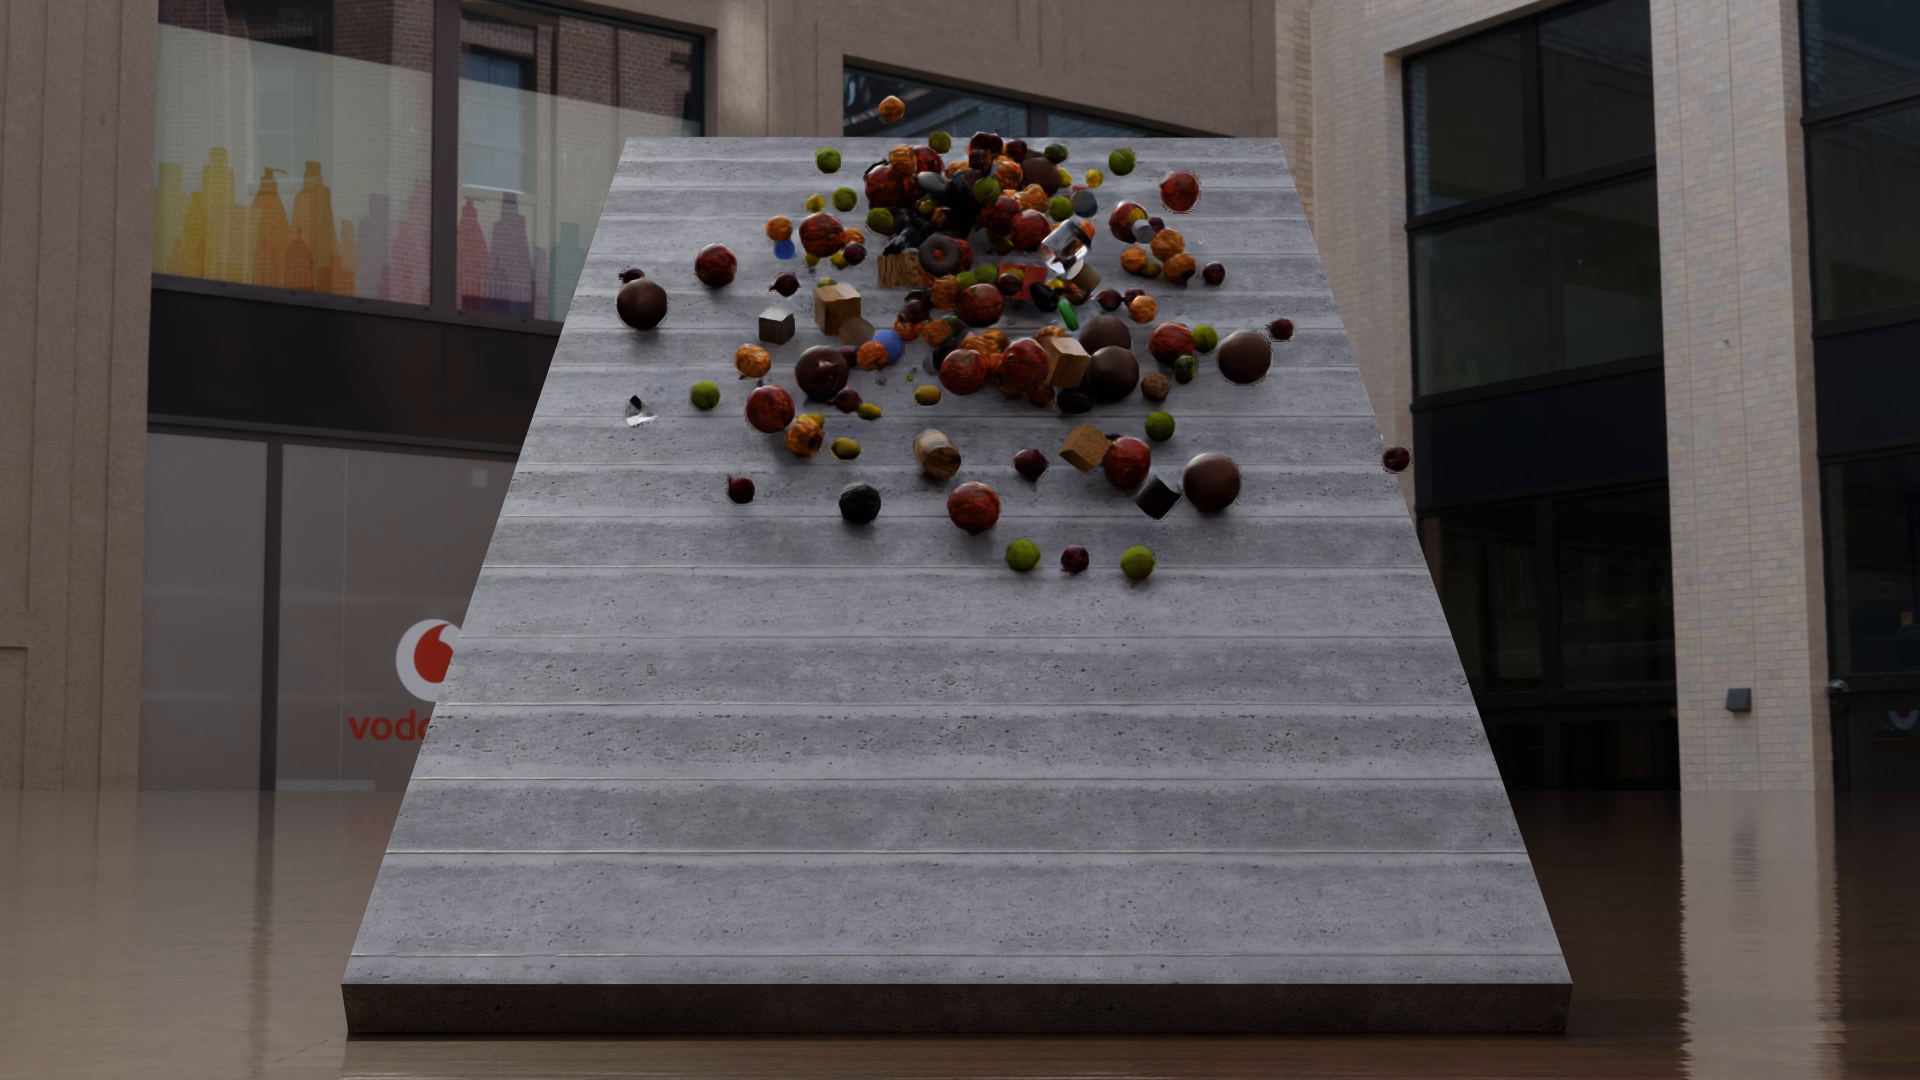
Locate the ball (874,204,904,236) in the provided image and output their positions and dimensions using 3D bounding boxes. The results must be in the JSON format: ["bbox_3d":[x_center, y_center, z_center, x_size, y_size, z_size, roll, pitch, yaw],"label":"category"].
[{"bbox_3d":[-0.197,-0.888,6.680,0.087,0.087,0.087,0,-6,0],"label":"ball"}]

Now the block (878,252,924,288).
[{"bbox_3d":[-0.150,-0.681,6.066,0.080,0.080,0.080,-2,6,32],"label":"block"}]

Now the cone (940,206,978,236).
[{"bbox_3d":[-0.013,-0.893,6.607,0.093,0.093,0.093,20,-11,-16],"label":"cone"}]

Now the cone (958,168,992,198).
[{"bbox_3d":[0.058,-1.020,6.961,0.090,0.090,0.090,12,-12,-36],"label":"cone"}]

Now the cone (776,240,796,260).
[{"bbox_3d":[-0.469,-0.791,6.567,0.057,0.057,0.057,-1,1,13],"label":"cone"}]

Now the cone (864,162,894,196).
[{"bbox_3d":[-0.218,-1.029,6.976,0.096,0.096,0.096,-21,-29,-12],"label":"cone"}]

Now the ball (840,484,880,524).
[{"bbox_3d":[-0.217,-0.079,5.236,0.090,0.090,0.090,0,-6,0],"label":"ball"}]

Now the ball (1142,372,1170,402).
[{"bbox_3d":[0.470,-0.368,5.776,0.069,0.069,0.069,0,-6,0],"label":"ball"}]

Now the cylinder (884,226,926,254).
[{"bbox_3d":[-0.146,-0.782,6.468,0.090,0.090,0.090,18,-41,16],"label":"cylinder"}]

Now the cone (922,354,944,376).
[{"bbox_3d":[-0.064,-0.432,5.933,0.052,0.052,0.052,-1,2,6],"label":"cone"}]

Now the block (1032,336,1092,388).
[{"bbox_3d":[0.240,-0.422,5.692,0.087,0.087,0.087,4,31,-32],"label":"block"}]

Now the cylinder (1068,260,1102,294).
[{"bbox_3d":[0.312,-0.661,6.048,0.060,0.060,0.060,37,-22,-23],"label":"cylinder"}]

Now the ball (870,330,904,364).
[{"bbox_3d":[-0.182,-0.478,5.952,0.085,0.085,0.085,0,-6,0],"label":"ball"}]

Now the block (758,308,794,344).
[{"bbox_3d":[-0.463,-0.541,6.082,0.065,0.065,0.065,13,32,22],"label":"block"}]

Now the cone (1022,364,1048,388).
[{"bbox_3d":[0.203,-0.425,5.833,0.079,0.079,0.079,21,-20,8],"label":"cone"}]

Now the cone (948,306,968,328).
[{"bbox_3d":[-0.004,-0.577,6.162,0.053,0.053,0.053,0,29,0],"label":"cone"}]

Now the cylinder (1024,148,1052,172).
[{"bbox_3d":[0.228,-1.112,7.055,0.060,0.060,0.060,7,-9,-32],"label":"cylinder"}]

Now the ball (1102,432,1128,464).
[{"bbox_3d":[0.347,-0.210,5.493,0.070,0.070,0.070,0,-6,0],"label":"ball"}]

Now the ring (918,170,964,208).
[{"bbox_3d":[-0.053,-0.978,6.720,0.147,0.049,0.147,33,16,-10],"label":"ring"}]

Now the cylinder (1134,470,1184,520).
[{"bbox_3d":[0.427,-0.096,5.163,0.075,0.075,0.075,-49,-30,22],"label":"cylinder"}]

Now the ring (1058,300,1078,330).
[{"bbox_3d":[0.262,-0.543,5.809,0.027,0.082,0.082,-27,-10,8],"label":"ring"}]

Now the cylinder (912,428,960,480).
[{"bbox_3d":[-0.053,-0.193,5.432,0.087,0.087,0.087,2,29,-23],"label":"cylinder"}]

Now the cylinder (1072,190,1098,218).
[{"bbox_3d":[0.348,-0.939,6.721,0.066,0.066,0.066,-1,-6,10],"label":"cylinder"}]

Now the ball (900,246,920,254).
[{"bbox_3d":[-0.131,-0.743,6.376,0.068,0.068,0.068,0,-6,0],"label":"ball"}]

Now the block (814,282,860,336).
[{"bbox_3d":[-0.313,-0.588,6.136,0.095,0.095,0.095,-10,31,-17],"label":"block"}]

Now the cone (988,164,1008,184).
[{"bbox_3d":[0.095,-1.028,6.803,0.059,0.059,0.059,-5,23,39],"label":"cone"}]

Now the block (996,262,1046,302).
[{"bbox_3d":[0.160,-0.671,6.256,0.088,0.088,0.088,14,11,40],"label":"block"}]

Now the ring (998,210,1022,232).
[{"bbox_3d":[0.148,-0.895,6.738,0.087,0.087,0.029,-1,-49,11],"label":"ring"}]

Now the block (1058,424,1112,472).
[{"bbox_3d":[0.279,-0.206,5.364,0.073,0.073,0.073,37,-18,-15],"label":"block"}]

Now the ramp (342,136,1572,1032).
[{"bbox_3d":[-0.013,-0.215,5.673,2.000,0.100,4.000,0,29,0],"label":"ramp"}]

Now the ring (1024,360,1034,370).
[{"bbox_3d":[0.205,-0.416,5.896,0.097,0.032,0.097,-1,27,0],"label":"ring"}]

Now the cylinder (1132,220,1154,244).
[{"bbox_3d":[0.489,-0.827,6.441,0.050,0.050,0.050,1,29,-10],"label":"cylinder"}]

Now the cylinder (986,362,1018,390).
[{"bbox_3d":[0.102,-0.399,5.845,0.053,0.053,0.053,6,17,-47],"label":"cylinder"}]

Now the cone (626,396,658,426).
[{"bbox_3d":[-0.740,-0.299,5.678,0.072,0.072,0.072,9,-10,-37],"label":"cone"}]

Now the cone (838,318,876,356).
[{"bbox_3d":[-0.259,-0.511,6.053,0.095,0.095,0.095,0,3,-2],"label":"cone"}]

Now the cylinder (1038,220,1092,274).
[{"bbox_3d":[0.270,-0.759,6.224,0.100,0.100,0.100,-43,4,-12],"label":"cylinder"}]
